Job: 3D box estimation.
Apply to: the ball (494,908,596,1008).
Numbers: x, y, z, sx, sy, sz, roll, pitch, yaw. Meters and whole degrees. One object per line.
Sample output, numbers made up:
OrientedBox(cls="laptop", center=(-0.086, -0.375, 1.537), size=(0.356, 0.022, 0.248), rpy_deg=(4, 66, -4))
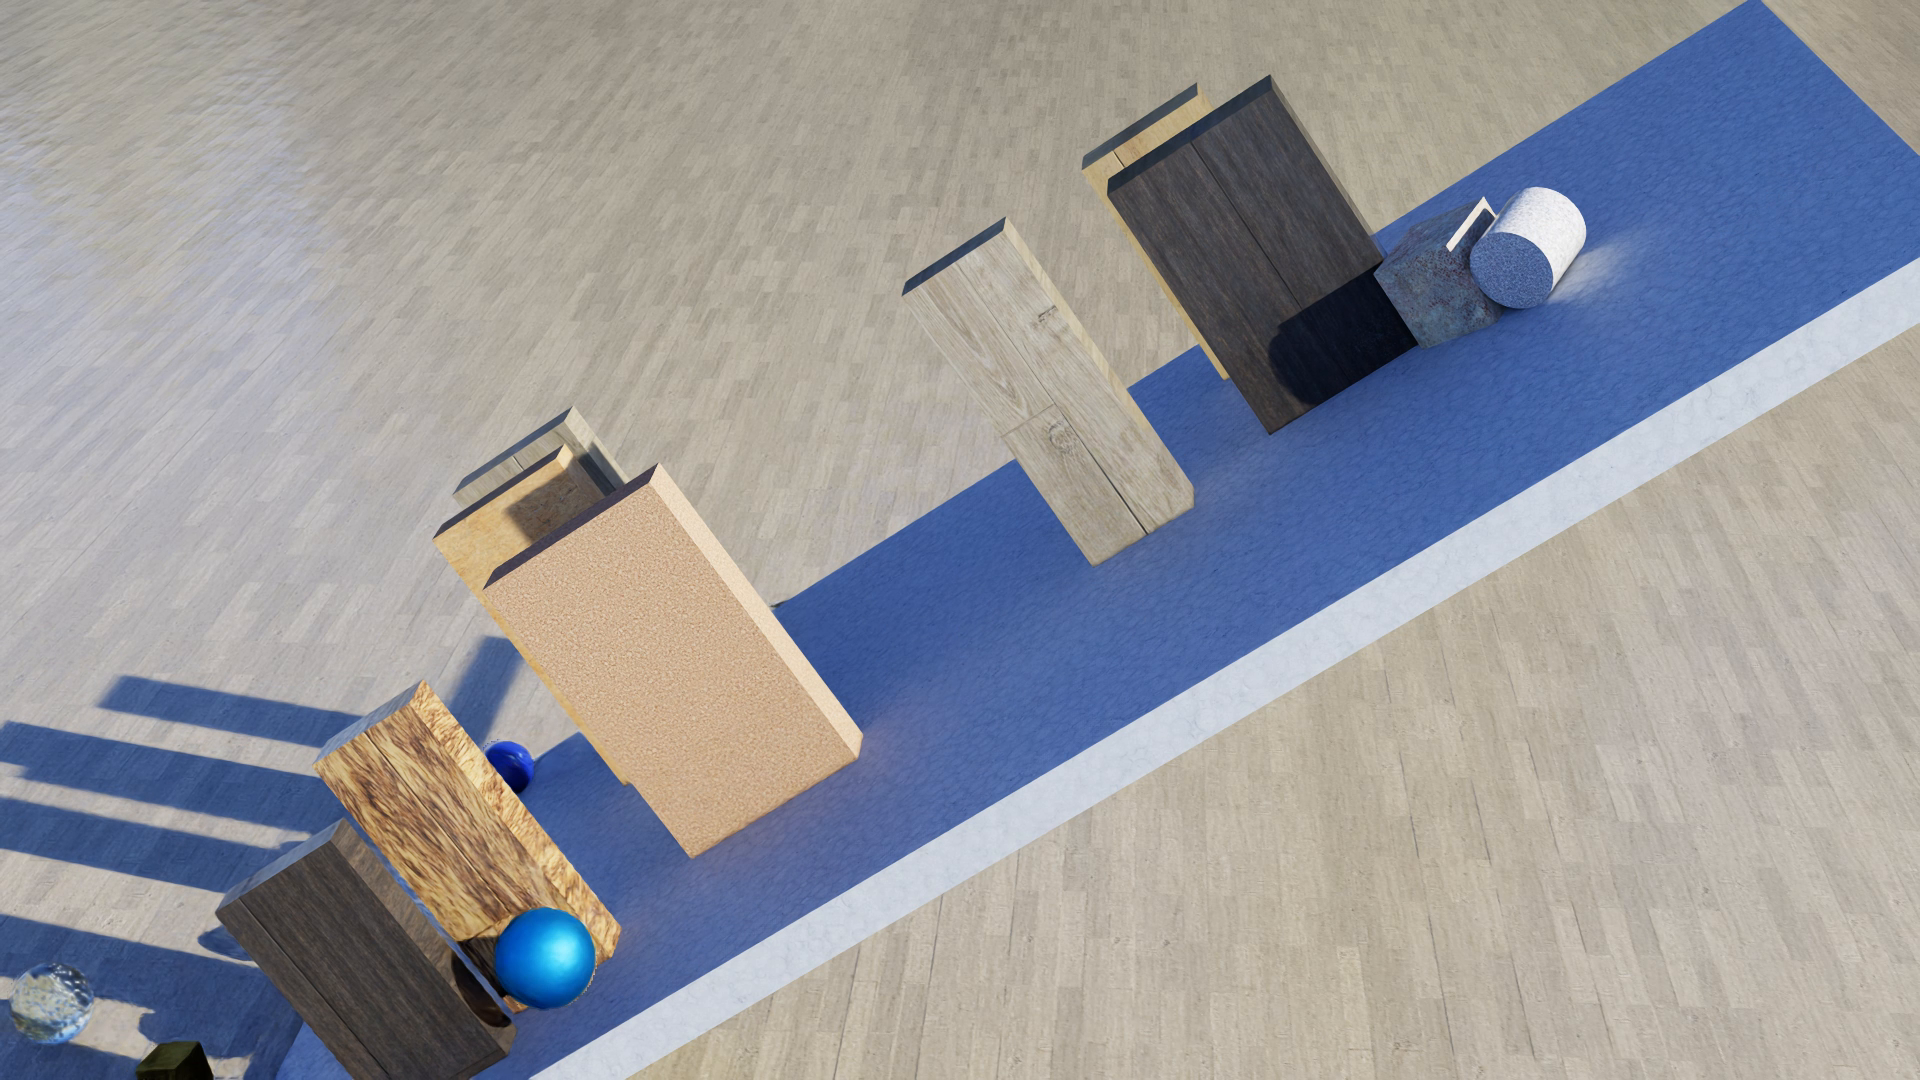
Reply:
OrientedBox(cls="ball", center=(-0.815, 0.821, 5.773), size=(0.197, 0.197, 0.197), rpy_deg=(0, 21, 0))

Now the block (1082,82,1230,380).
OrientedBox(cls="block", center=(0.567, -0.695, 6.654), size=(0.308, 0.587, 0.136), rpy_deg=(-32, 16, 15))

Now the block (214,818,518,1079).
OrientedBox(cls="block", center=(-1.171, 0.855, 5.818), size=(0.295, 0.564, 0.101), rpy_deg=(-32, 16, 15))

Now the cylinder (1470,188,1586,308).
OrientedBox(cls="cylinder", center=(1.135, -0.584, 5.880), size=(0.176, 0.176, 0.176), rpy_deg=(12, 42, 29))

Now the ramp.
OrientedBox(cls="ramp", center=(0.137, 0.173, 6.302), size=(4.000, 0.100, 2.000), rpy_deg=(-32, 16, 15))

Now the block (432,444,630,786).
OrientedBox(cls="block", center=(-0.844, 0.179, 6.800), size=(0.360, 0.739, 0.102), rpy_deg=(-32, 16, 15))

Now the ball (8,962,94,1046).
OrientedBox(cls="ball", center=(-2.137, 1.090, 6.918), size=(0.193, 0.193, 0.193), rpy_deg=(0, 21, 0))

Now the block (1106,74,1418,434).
OrientedBox(cls="block", center=(0.644, -0.589, 6.109), size=(0.399, 0.619, 0.140), rpy_deg=(-32, 16, 15))

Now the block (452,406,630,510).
OrientedBox(cls="block", center=(-0.896, 0.060, 7.314), size=(0.349, 0.715, 0.122), rpy_deg=(-32, 16, 15))

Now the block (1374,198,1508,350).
OrientedBox(cls="block", center=(1.007, -0.544, 6.006), size=(0.192, 0.192, 0.192), rpy_deg=(-20, 22, 46))

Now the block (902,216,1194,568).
OrientedBox(cls="block", center=(0.187, -0.301, 6.073), size=(0.251, 0.705, 0.115), rpy_deg=(-32, 16, 15))

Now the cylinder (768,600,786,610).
OrientedBox(cls="cylinder", center=(-0.570, 0.308, 8.940), size=(0.207, 0.207, 0.207), rpy_deg=(19, 28, 40))

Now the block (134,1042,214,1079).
OrientedBox(cls="block", center=(-1.779, 1.215, 6.667), size=(0.109, 0.109, 0.109), rpy_deg=(-5, 24, 22))

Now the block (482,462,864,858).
OrientedBox(cls="block", center=(-0.585, 0.255, 6.046), size=(0.427, 0.721, 0.119), rpy_deg=(-32, 16, 15))

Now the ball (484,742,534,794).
OrientedBox(cls="ball", center=(-1.142, 0.576, 7.401), size=(0.140, 0.140, 0.140), rpy_deg=(0, 21, 0))

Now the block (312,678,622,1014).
OrientedBox(cls="block", center=(-0.988, 0.622, 5.926), size=(0.248, 0.666, 0.120), rpy_deg=(-32, 16, 15))
